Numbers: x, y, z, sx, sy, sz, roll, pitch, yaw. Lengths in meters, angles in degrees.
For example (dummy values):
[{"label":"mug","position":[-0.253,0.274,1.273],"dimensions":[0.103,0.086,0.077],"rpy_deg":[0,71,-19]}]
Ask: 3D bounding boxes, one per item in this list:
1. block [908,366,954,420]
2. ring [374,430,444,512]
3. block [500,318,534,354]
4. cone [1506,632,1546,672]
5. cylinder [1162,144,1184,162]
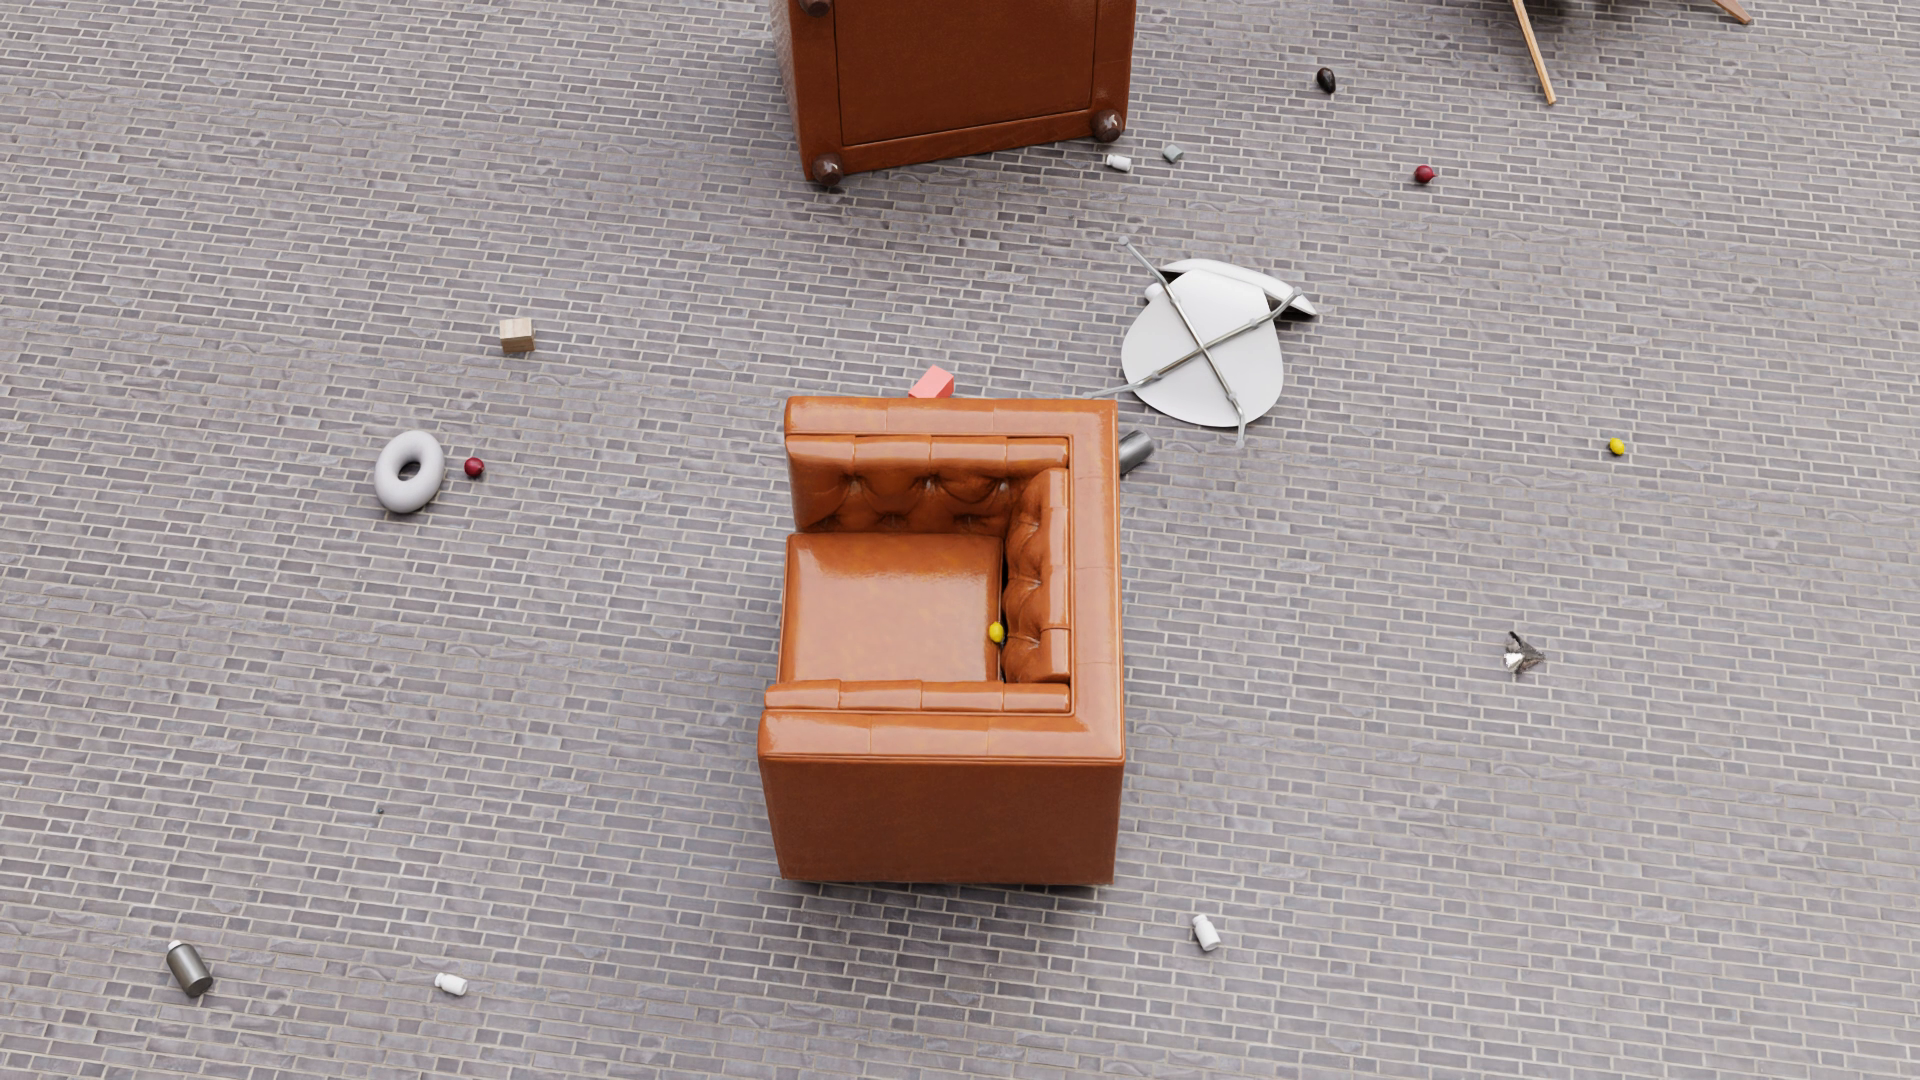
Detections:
[{"label":"block","position":[-0.089,-0.460,6.835],"dimensions":[0.077,0.079,0.134],"rpy_deg":[30,61,19]},{"label":"ring","position":[-1.667,-0.208,6.656],"dimensions":[0.204,0.098,0.290],"rpy_deg":[6,55,2]},{"label":"block","position":[-1.401,-0.647,6.962],"dimensions":[0.097,0.076,0.074],"rpy_deg":[-6,56,-4]},{"label":"cone","position":[1.642,0.330,6.330],"dimensions":[0.110,0.077,0.137],"rpy_deg":[9,50,-17]},{"label":"cylinder","position":[0.720,-1.306,7.432],"dimensions":[0.056,0.031,0.047],"rpy_deg":[-39,63,-19]}]
